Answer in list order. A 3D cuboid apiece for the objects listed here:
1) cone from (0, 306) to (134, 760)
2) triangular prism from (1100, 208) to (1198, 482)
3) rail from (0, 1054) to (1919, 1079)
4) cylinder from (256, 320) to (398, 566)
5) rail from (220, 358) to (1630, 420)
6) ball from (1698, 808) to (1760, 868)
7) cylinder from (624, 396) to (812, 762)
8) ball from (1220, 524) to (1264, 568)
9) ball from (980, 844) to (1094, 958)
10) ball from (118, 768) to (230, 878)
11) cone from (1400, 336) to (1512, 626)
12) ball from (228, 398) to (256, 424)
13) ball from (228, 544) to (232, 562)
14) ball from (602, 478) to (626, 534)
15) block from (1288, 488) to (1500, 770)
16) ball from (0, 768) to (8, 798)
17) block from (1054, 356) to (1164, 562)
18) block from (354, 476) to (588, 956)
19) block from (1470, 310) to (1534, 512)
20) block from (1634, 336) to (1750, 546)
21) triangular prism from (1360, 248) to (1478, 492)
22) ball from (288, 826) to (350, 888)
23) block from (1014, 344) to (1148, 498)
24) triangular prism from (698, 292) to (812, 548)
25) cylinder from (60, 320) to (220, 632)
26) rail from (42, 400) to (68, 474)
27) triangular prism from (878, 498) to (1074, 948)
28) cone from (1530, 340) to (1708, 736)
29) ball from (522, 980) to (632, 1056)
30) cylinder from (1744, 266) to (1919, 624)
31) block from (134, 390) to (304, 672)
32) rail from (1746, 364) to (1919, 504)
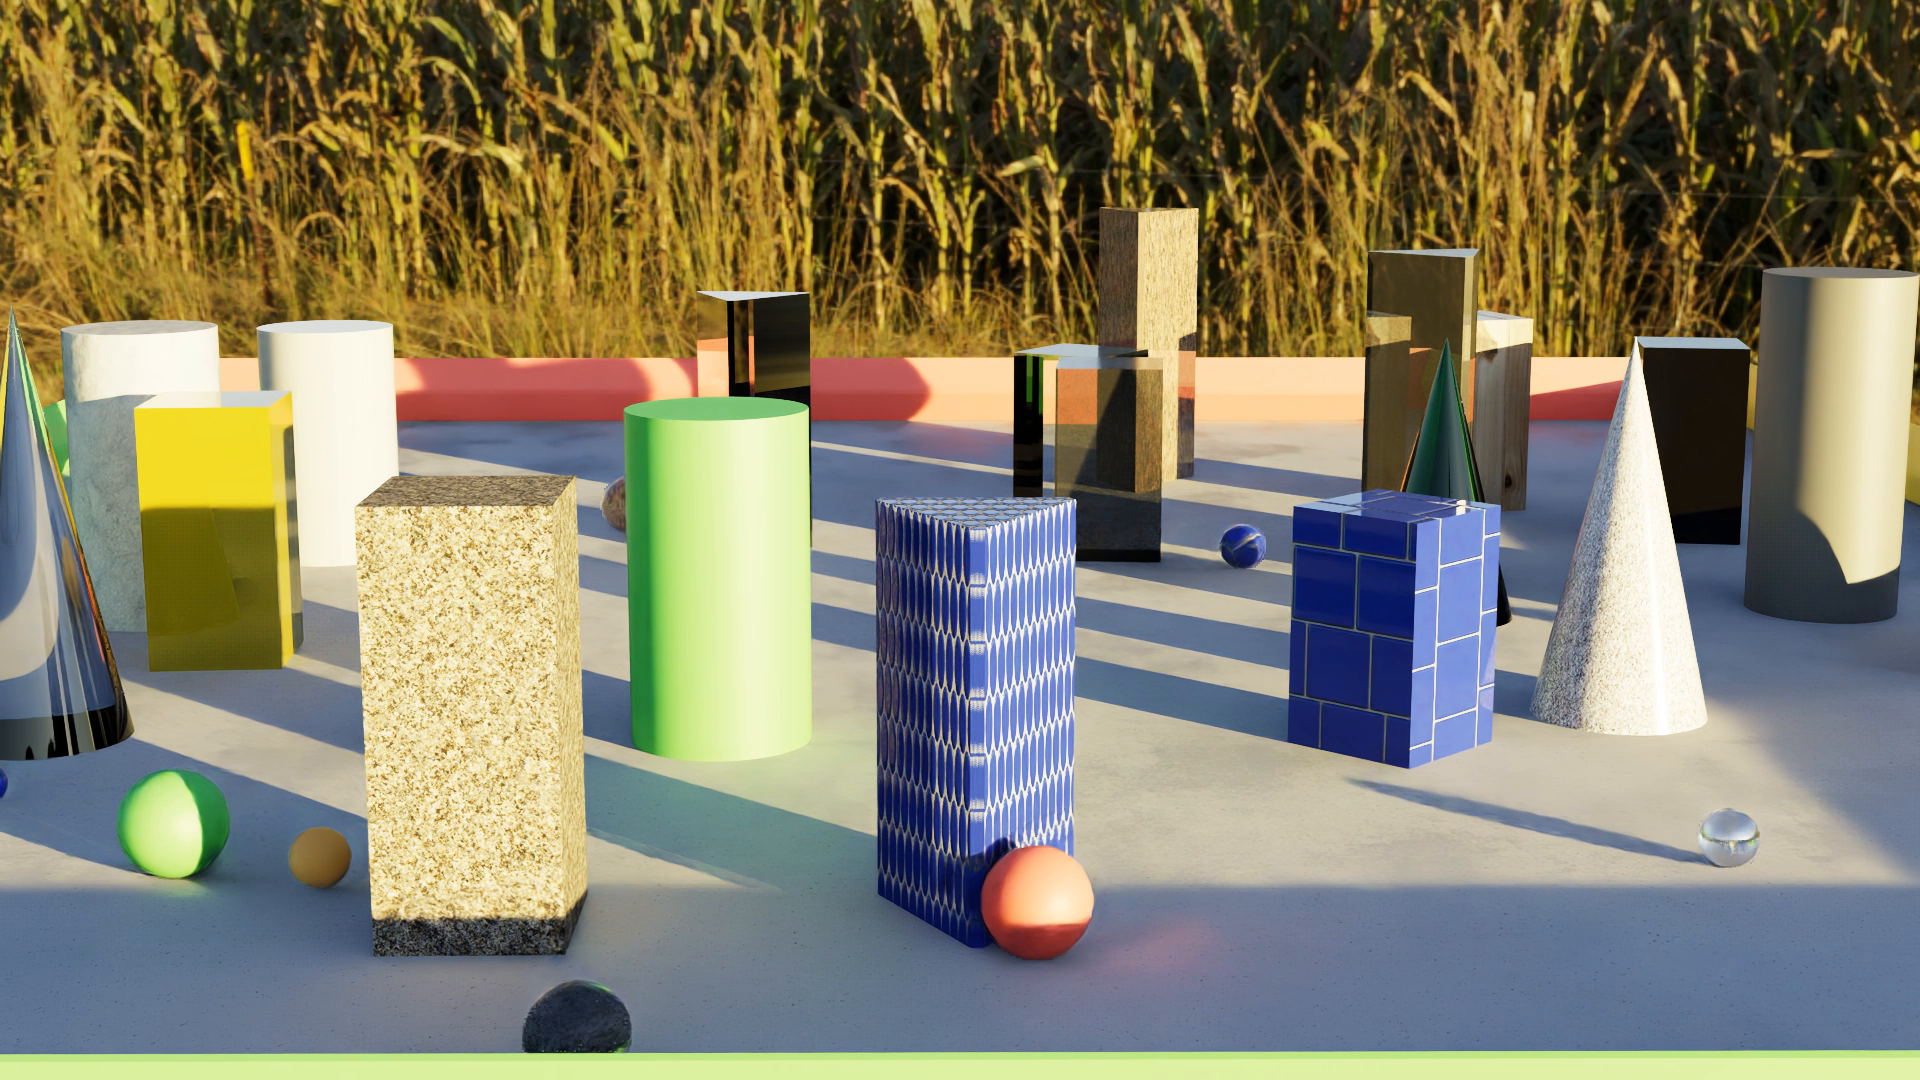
[{"bbox_3d":[-1.010,-0.018,2.775,0.197,0.476,0.197,0,10,0],"label":"cone"},{"bbox_3d":[0.307,-0.347,4.547,0.148,0.477,0.171,8,13,38],"label":"triangular prism"},{"bbox_3d":[0.011,0.374,1.605,3.232,0.128,0.045,0,10,0],"label":"rail"},{"bbox_3d":[-0.942,-0.148,3.839,0.197,0.344,0.197,0,10,0],"label":"cylinder"},{"bbox_3d":[-0.011,-0.308,5.292,3.232,0.128,0.045,0,10,0],"label":"rail"},{"bbox_3d":[0.707,0.274,2.358,0.054,0.054,0.054,0,10,0],"label":"ball"},{"bbox_3d":[-0.261,0.038,2.782,0.197,0.364,0.197,0,10,0],"label":"cylinder"},{"bbox_3d":[0.413,0.009,3.758,0.065,0.065,0.065,0,10,0],"label":"ball"},{"bbox_3d":[0.064,0.298,2.118,0.093,0.093,0.093,0,10,0],"label":"ball"},{"bbox_3d":[-0.713,0.257,2.326,0.099,0.099,0.099,0,10,0],"label":"ball"},{"bbox_3d":[0.641,-0.084,3.407,0.197,0.375,0.197,0,10,0],"label":"cone"},{"bbox_3d":[-1.471,-0.264,5.258,0.056,0.056,0.056,0,10,0],"label":"ball"},{"bbox_3d":[-1.082,0.022,3.712,0.056,0.056,0.056,0,10,0],"label":"ball"},{"bbox_3d":[-0.516,-0.055,4.032,0.090,0.090,0.090,0,10,0],"label":"ball"},{"bbox_3d":[0.469,0.092,2.773,0.158,0.261,0.158,10,14,43],"label":"block"},{"bbox_3d":[-0.971,0.243,2.559,0.041,0.041,0.041,0,10,0],"label":"ball"},{"bbox_3d":[0.225,-0.123,3.862,0.158,0.287,0.158,1,11,4],"label":"block"},{"bbox_3d":[-0.408,0.144,2.168,0.158,0.377,0.158,0,10,-1],"label":"block"},{"bbox_3d":[0.837,-0.215,4.272,0.158,0.317,0.158,-3,11,-18],"label":"block"},{"bbox_3d":[1.133,-0.157,4.004,0.158,0.302,0.158,2,11,9],"label":"block"},{"bbox_3d":[0.691,-0.180,3.675,0.171,0.466,0.148,10,15,44],"label":"triangular prism"},{"bbox_3d":[-0.574,0.284,2.298,0.055,0.055,0.055,0,10,0],"label":"ball"},{"bbox_3d":[0.194,-0.166,4.118,0.158,0.277,0.158,7,12,31],"label":"block"},{"bbox_3d":[-0.338,-0.176,3.865,0.148,0.389,0.171,8,13,38],"label":"triangular prism"},{"bbox_3d":[-1.077,-0.089,3.402,0.197,0.387,0.197,0,10,0],"label":"cylinder"},{"bbox_3d":[-1.592,0.035,3.440,0.045,0.128,3.797,0,10,0],"label":"rail"},{"bbox_3d":[0.035,0.146,2.220,0.148,0.356,0.171,-6,12,-30],"label":"triangular prism"},{"bbox_3d":[0.749,-0.015,2.882,0.197,0.430,0.197,0,10,0],"label":"cone"},{"bbox_3d":[-0.275,0.356,1.847,0.078,0.078,0.078,0,10,0],"label":"ball"},{"bbox_3d":[1.167,-0.131,3.442,0.197,0.455,0.197,0,10,0],"label":"cylinder"},{"bbox_3d":[-0.913,-0.014,3.174,0.158,0.323,0.158,-1,11,-5],"label":"block"},{"bbox_3d":[1.592,0.031,3.458,0.045,0.128,3.797,0,10,0],"label":"rail"}]
